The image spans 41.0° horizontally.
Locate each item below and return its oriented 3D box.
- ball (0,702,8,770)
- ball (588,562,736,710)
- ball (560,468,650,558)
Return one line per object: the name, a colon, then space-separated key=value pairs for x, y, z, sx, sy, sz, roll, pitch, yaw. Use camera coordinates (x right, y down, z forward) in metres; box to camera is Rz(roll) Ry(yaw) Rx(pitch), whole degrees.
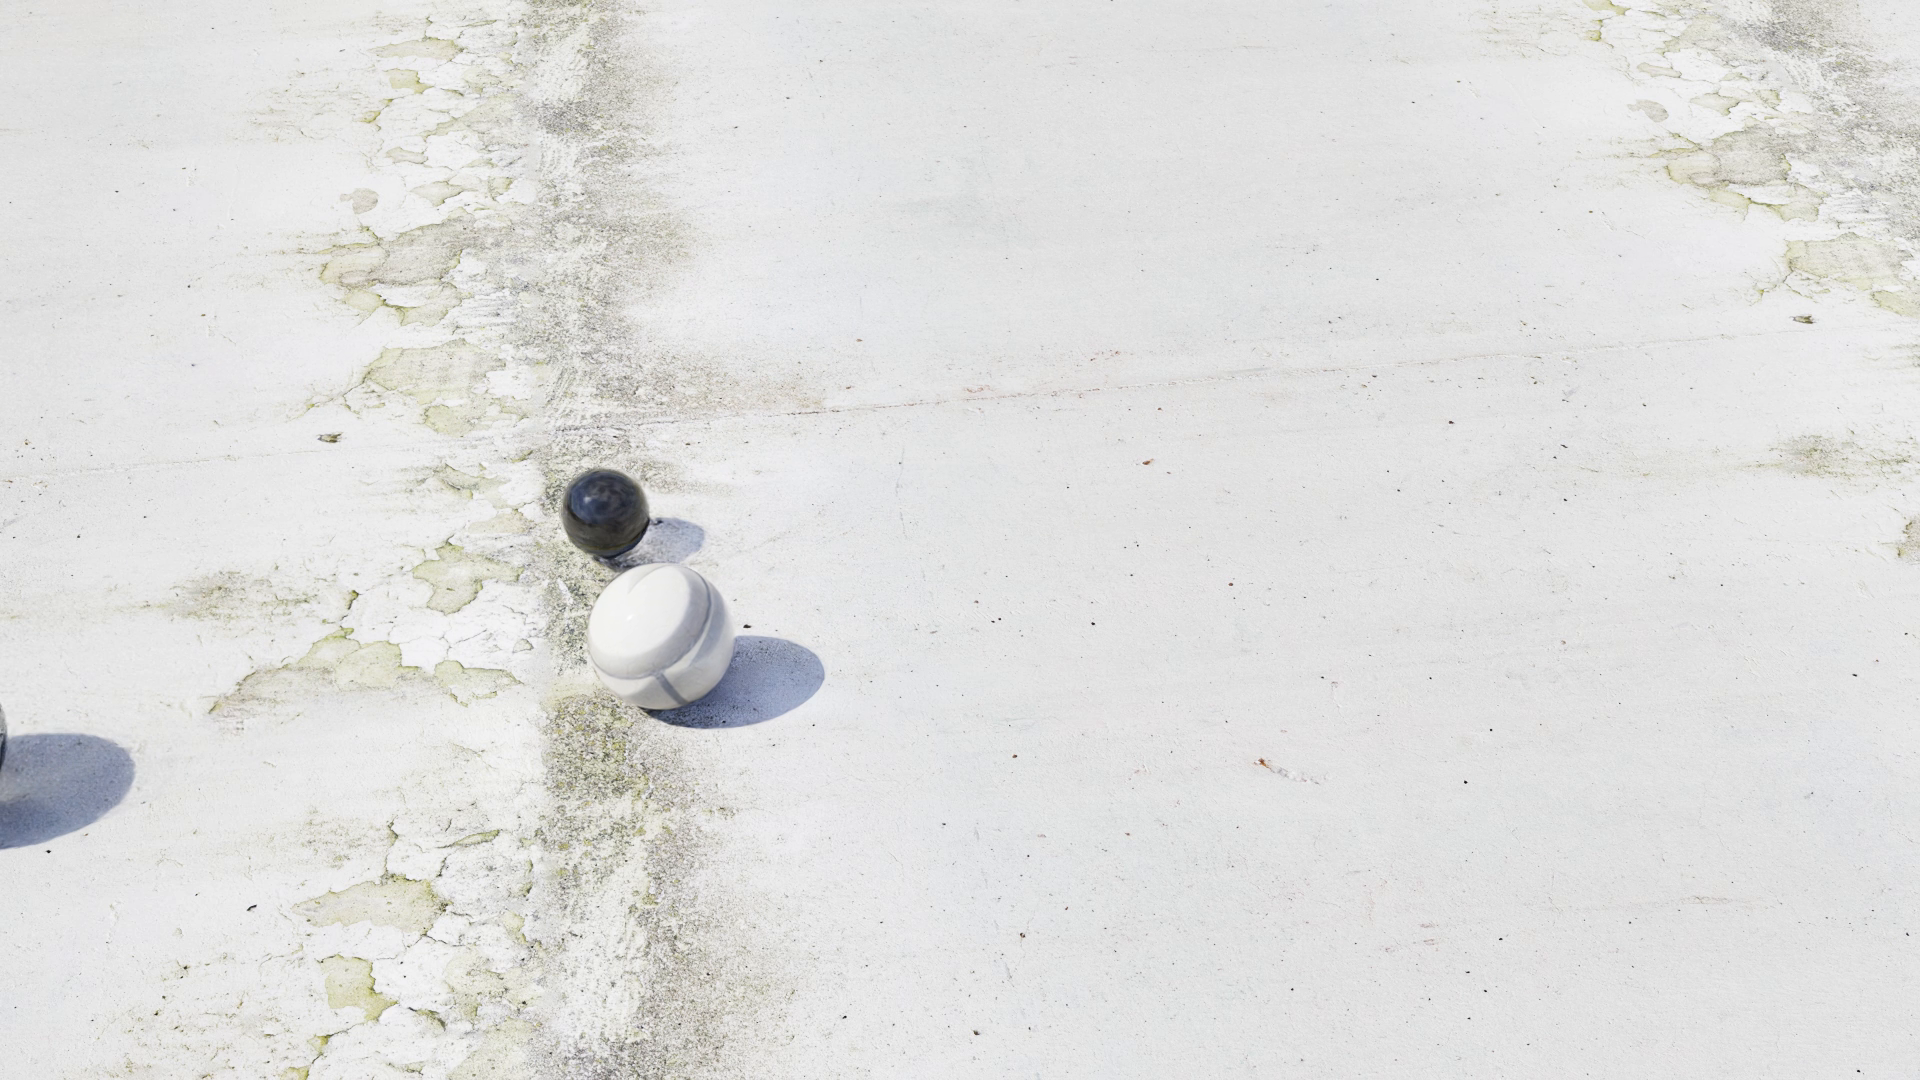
ball: x=-0.551 y=0.104 z=1.348 sx=0.095 sy=0.095 sz=0.095 roll=0 pitch=37 yaw=0
ball: x=-0.166 y=0.053 z=1.427 sx=0.082 sy=0.082 sz=0.082 roll=0 pitch=37 yaw=0
ball: x=-0.213 y=-0.016 z=1.544 sx=0.053 sy=0.053 sz=0.053 roll=0 pitch=37 yaw=0
